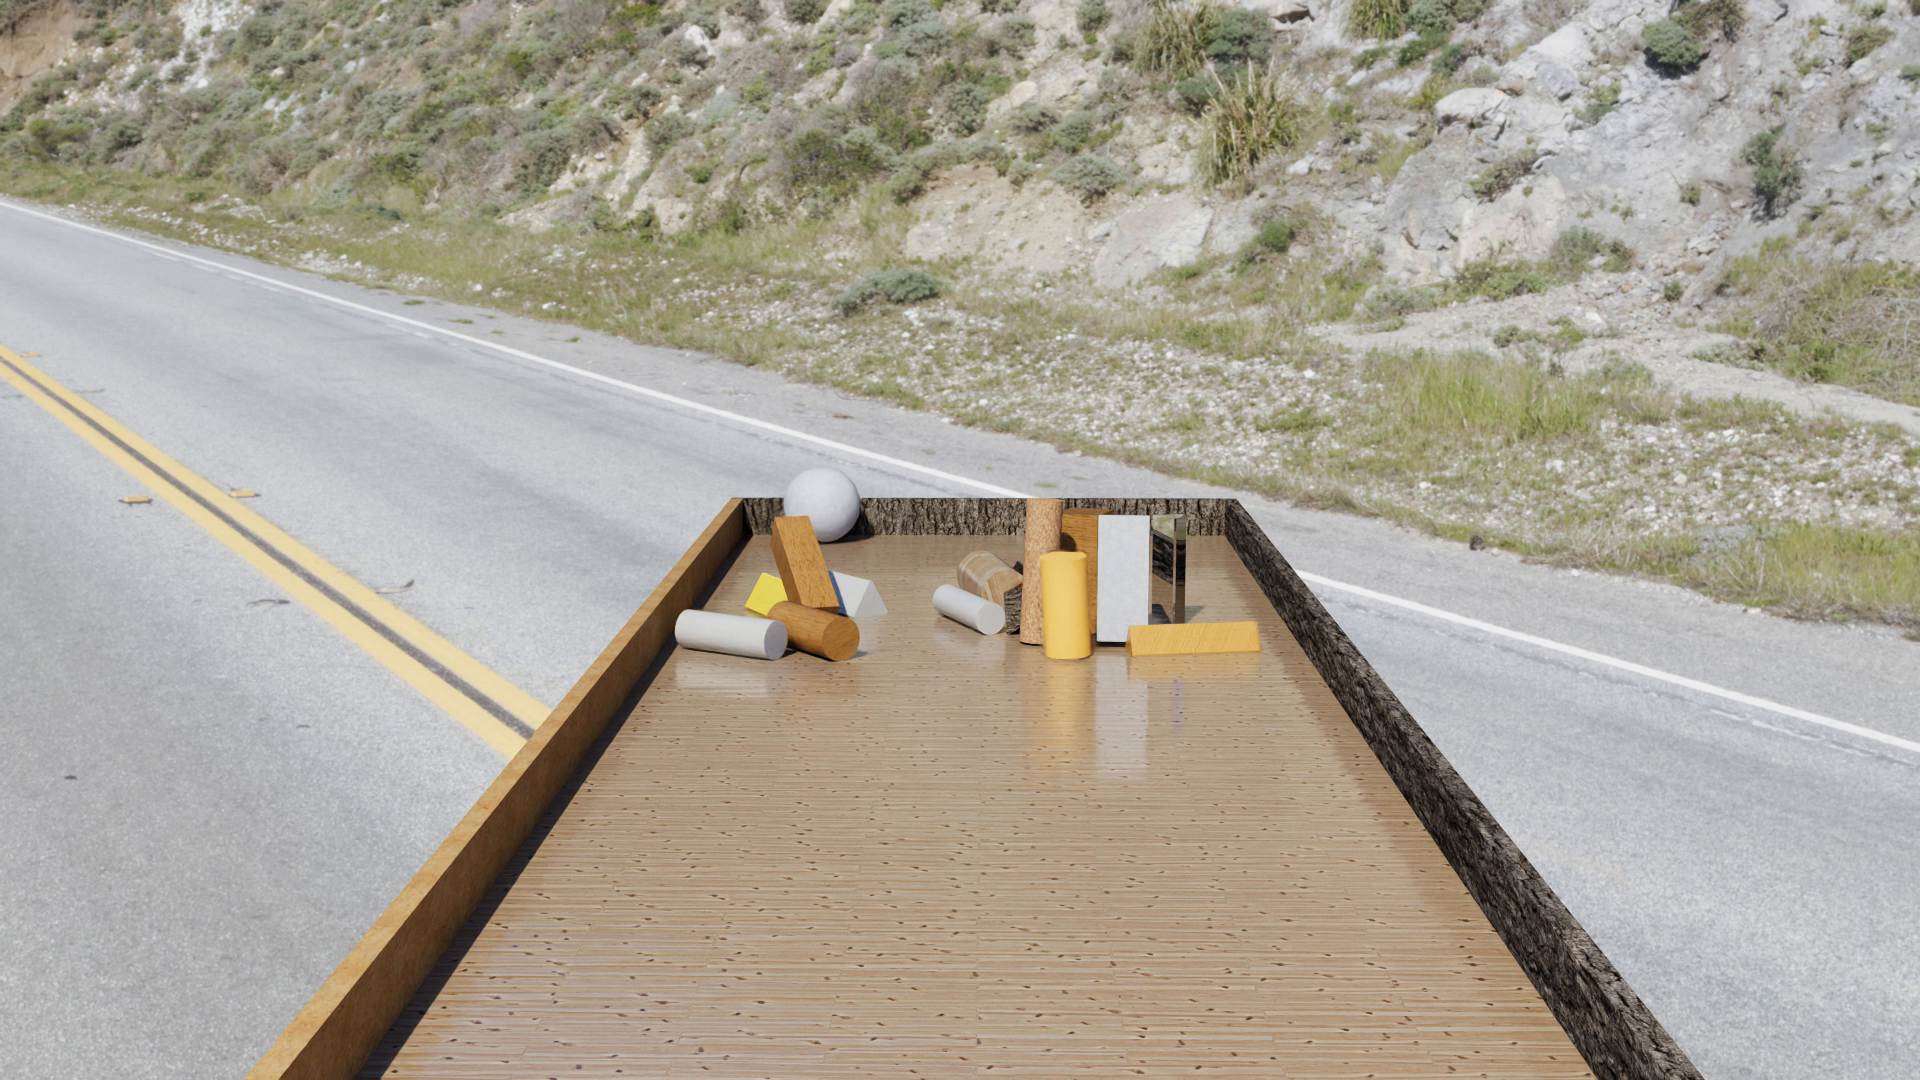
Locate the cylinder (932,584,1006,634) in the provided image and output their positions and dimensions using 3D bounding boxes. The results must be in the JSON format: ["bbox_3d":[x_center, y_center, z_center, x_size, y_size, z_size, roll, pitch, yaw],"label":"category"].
[{"bbox_3d":[0.028,0.227,7.245,0.104,0.104,0.371,-4,10,-22],"label":"cylinder"}]

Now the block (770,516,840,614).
[{"bbox_3d":[-0.512,0.113,7.212,0.119,0.119,0.451,-3,42,-18],"label":"block"}]

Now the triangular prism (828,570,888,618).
[{"bbox_3d":[-0.424,0.169,7.543,0.138,0.119,0.418,-7,11,-36],"label":"triangular prism"}]

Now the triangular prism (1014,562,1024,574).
[{"bbox_3d":[0.232,0.161,7.582,0.141,0.122,0.352,-1,9,-9],"label":"triangular prism"}]

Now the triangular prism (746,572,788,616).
[{"bbox_3d":[-0.596,0.192,7.406,0.133,0.115,0.341,-4,10,-28],"label":"triangular prism"}]

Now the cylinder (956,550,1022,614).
[{"bbox_3d":[0.114,0.154,7.489,0.173,0.173,0.426,-2,9,-11],"label":"cylinder"}]

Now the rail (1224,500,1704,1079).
[{"bbox_3d":[1.046,0.843,3.208,0.050,0.150,12.000,0,9,1],"label":"rail"}]

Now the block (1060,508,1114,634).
[{"bbox_3d":[0.405,0.097,7.165,0.142,0.385,0.142,4,10,24],"label":"block"}]

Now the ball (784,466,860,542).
[{"bbox_3d":[-0.561,-0.145,8.931,0.312,0.312,0.312,0,9,0],"label":"ball"}]

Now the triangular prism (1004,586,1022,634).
[{"bbox_3d":[0.249,0.192,7.226,0.138,0.120,0.368,-34,-6,25],"label":"triangular prism"}]

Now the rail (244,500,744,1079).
[{"bbox_3d":[-1.004,0.839,3.234,0.050,0.150,12.000,0,9,1],"label":"rail"}]

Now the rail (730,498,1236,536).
[{"bbox_3d":[0.099,-0.098,9.147,2.100,0.150,0.050,0,9,1],"label":"rail"}]

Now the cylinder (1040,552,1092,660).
[{"bbox_3d":[0.323,0.200,6.731,0.142,0.307,0.142,-3,13,1],"label":"cylinder"}]

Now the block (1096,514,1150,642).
[{"bbox_3d":[0.517,0.119,6.943,0.158,0.394,0.158,1,1,5],"label":"block"}]

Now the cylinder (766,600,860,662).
[{"bbox_3d":[-0.458,0.279,6.812,0.136,0.136,0.338,-6,11,-35],"label":"cylinder"}]

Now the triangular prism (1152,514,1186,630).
[{"bbox_3d":[0.700,0.102,7.186,0.095,0.369,0.109,-7,11,-36],"label":"triangular prism"}]

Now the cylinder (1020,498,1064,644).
[{"bbox_3d":[0.256,0.097,6.936,0.114,0.450,0.114,3,6,0],"label":"cylinder"}]

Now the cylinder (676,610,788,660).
[{"bbox_3d":[-0.706,0.291,6.782,0.344,0.121,0.121,6,11,32],"label":"cylinder"}]
